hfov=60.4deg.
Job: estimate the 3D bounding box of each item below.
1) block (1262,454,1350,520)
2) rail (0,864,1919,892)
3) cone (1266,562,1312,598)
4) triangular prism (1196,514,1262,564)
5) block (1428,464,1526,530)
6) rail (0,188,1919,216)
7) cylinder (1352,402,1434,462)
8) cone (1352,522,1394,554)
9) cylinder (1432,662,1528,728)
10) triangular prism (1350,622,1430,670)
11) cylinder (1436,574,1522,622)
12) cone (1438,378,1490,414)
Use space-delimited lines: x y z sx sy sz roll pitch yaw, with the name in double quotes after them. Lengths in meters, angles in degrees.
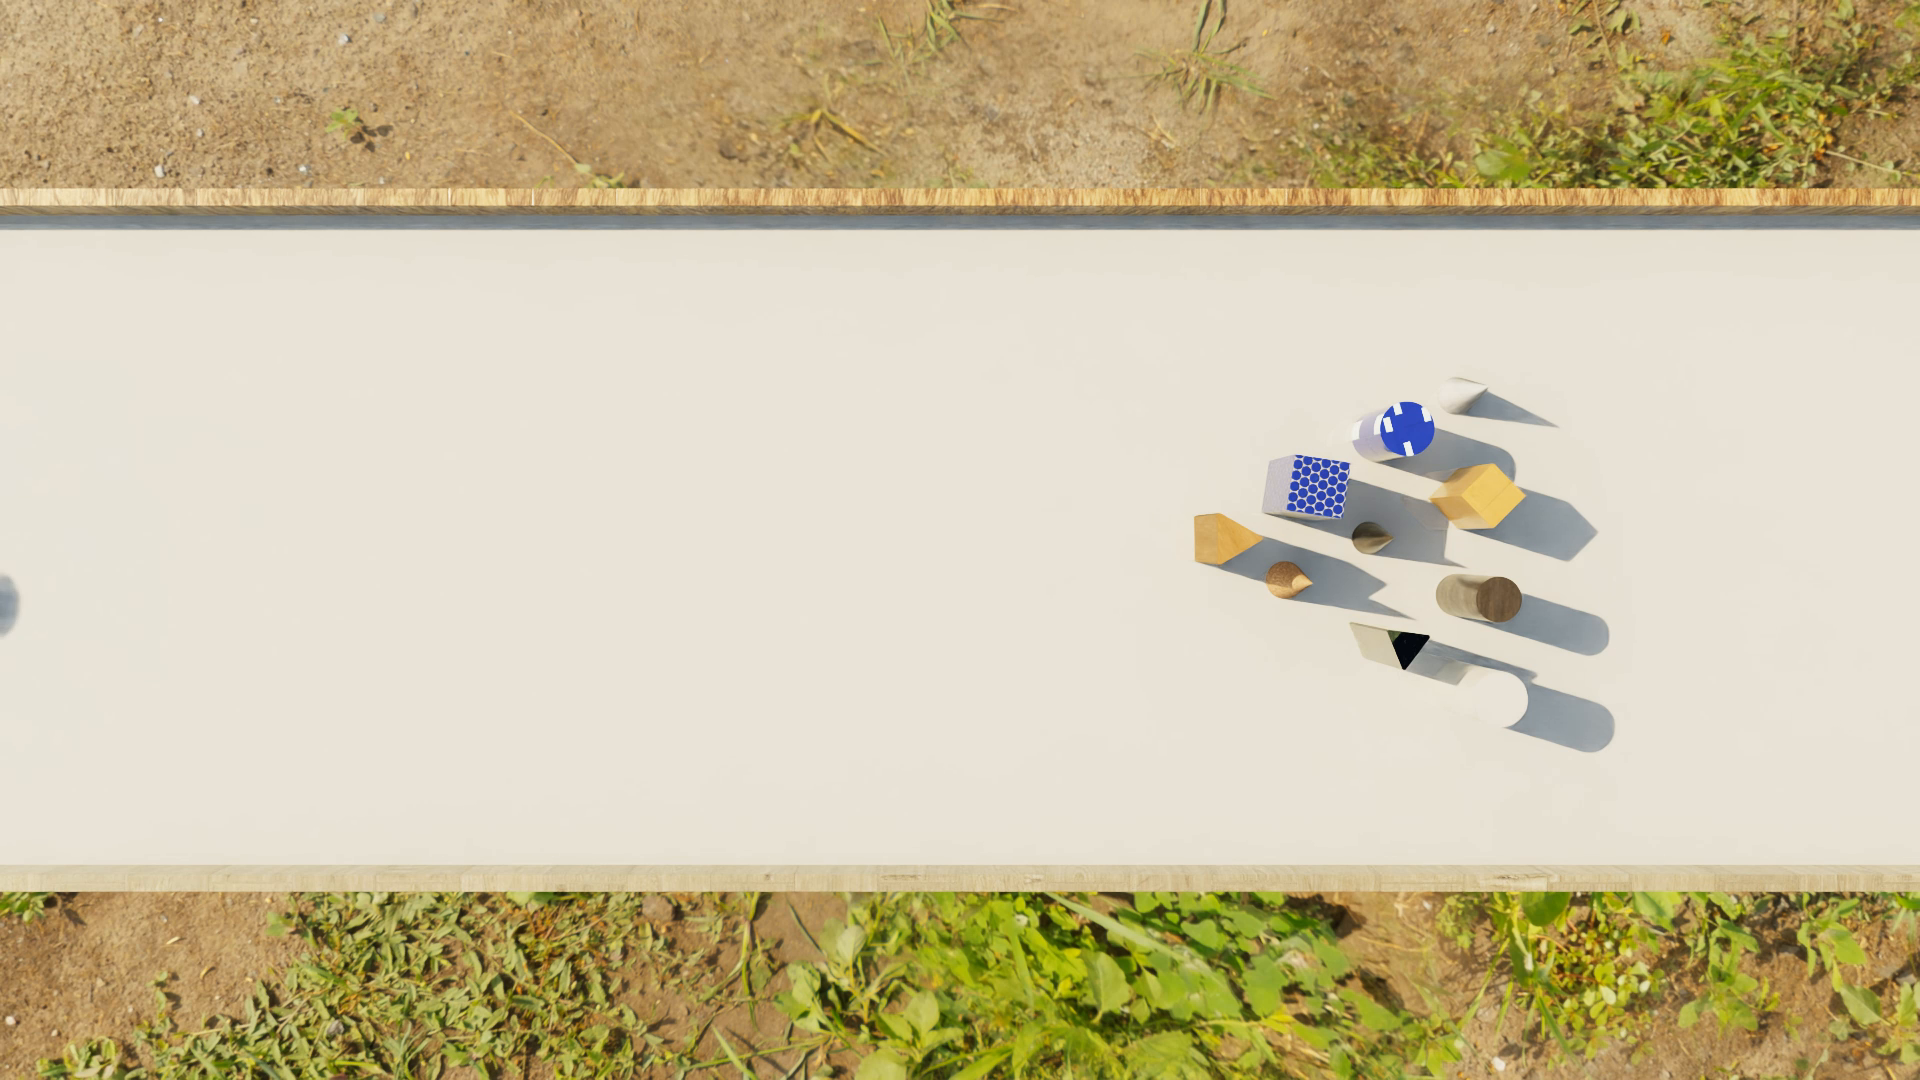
1.018 -0.152 4.880 0.161 0.394 0.161 9 90 0 "block"
-2.247 1.025 5.001 12.000 0.150 0.050 0 90 0 "rail"
1.000 0.123 4.872 0.116 0.409 0.116 0 90 0 "cone"
0.755 -0.021 4.848 0.142 0.458 0.123 -31 90 0 "triangular prism"
1.534 -0.127 4.910 0.132 0.333 0.132 -45 90 0 "block"
-2.247 -1.025 5.002 12.000 0.150 0.050 0 90 0 "rail"
1.283 -0.319 4.904 0.157 0.344 0.157 0 90 0 "cylinder"
1.258 -0.006 4.924 0.102 0.306 0.102 0 90 0 "cone"
1.533 0.453 4.879 0.160 0.396 0.160 0 90 0 "cylinder"
1.240 0.285 4.851 0.104 0.451 0.120 38 90 0 "triangular prism"
1.529 0.169 4.878 0.131 0.397 0.131 0 90 0 "cylinder"
1.528 -0.443 4.914 0.116 0.325 0.116 0 90 0 "cone"
